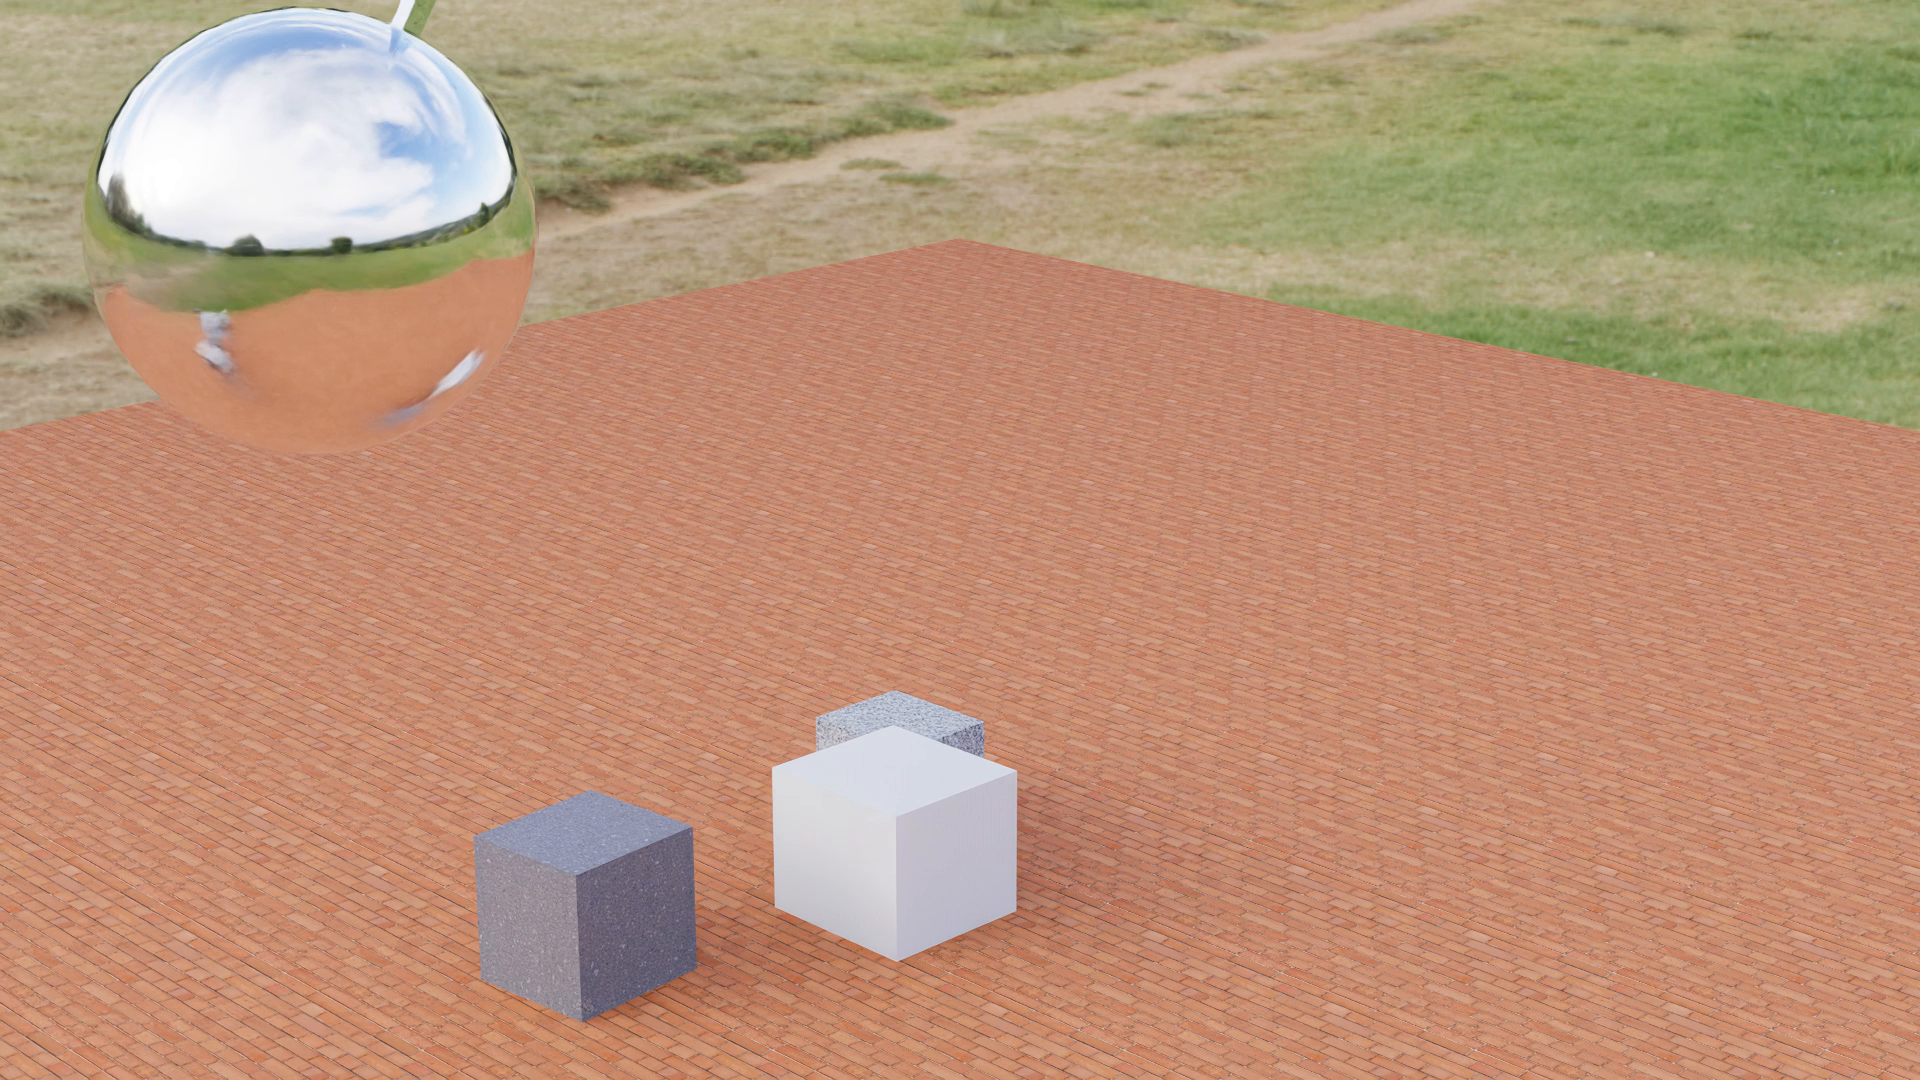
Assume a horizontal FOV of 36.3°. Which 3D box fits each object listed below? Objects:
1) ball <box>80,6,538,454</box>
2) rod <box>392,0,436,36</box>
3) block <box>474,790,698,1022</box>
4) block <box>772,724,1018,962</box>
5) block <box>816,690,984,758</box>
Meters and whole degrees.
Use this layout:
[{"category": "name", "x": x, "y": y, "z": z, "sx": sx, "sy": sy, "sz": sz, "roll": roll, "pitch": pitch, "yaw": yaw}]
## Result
[{"category": "ball", "x": -2.330, "y": -1.109, "z": 10.551, "sx": 1.600, "sy": 1.600, "sz": 1.600, "roll": 0, "pitch": 17, "yaw": 0}, {"category": "rod", "x": -1.010, "y": -4.215, "z": 10.959, "sx": 0.080, "sy": 5.200, "sz": 0.080, "roll": 17, "pitch": -9, "yaw": 42}, {"category": "block", "x": -1.576, "y": 1.533, "z": 12.372, "sx": 0.624, "sy": 0.657, "sz": 0.666, "roll": 14, "pitch": 22, "yaw": 38}, {"category": "block", "x": -0.288, "y": 1.328, "z": 12.998, "sx": 0.737, "sy": 0.672, "sz": 0.790, "roll": -17, "pitch": 24, "yaw": -42}, {"category": "block", "x": -0.285, "y": 1.099, "z": 13.981, "sx": 0.523, "sy": 0.519, "sz": 0.610, "roll": -17, "pitch": 24, "yaw": -42}]
